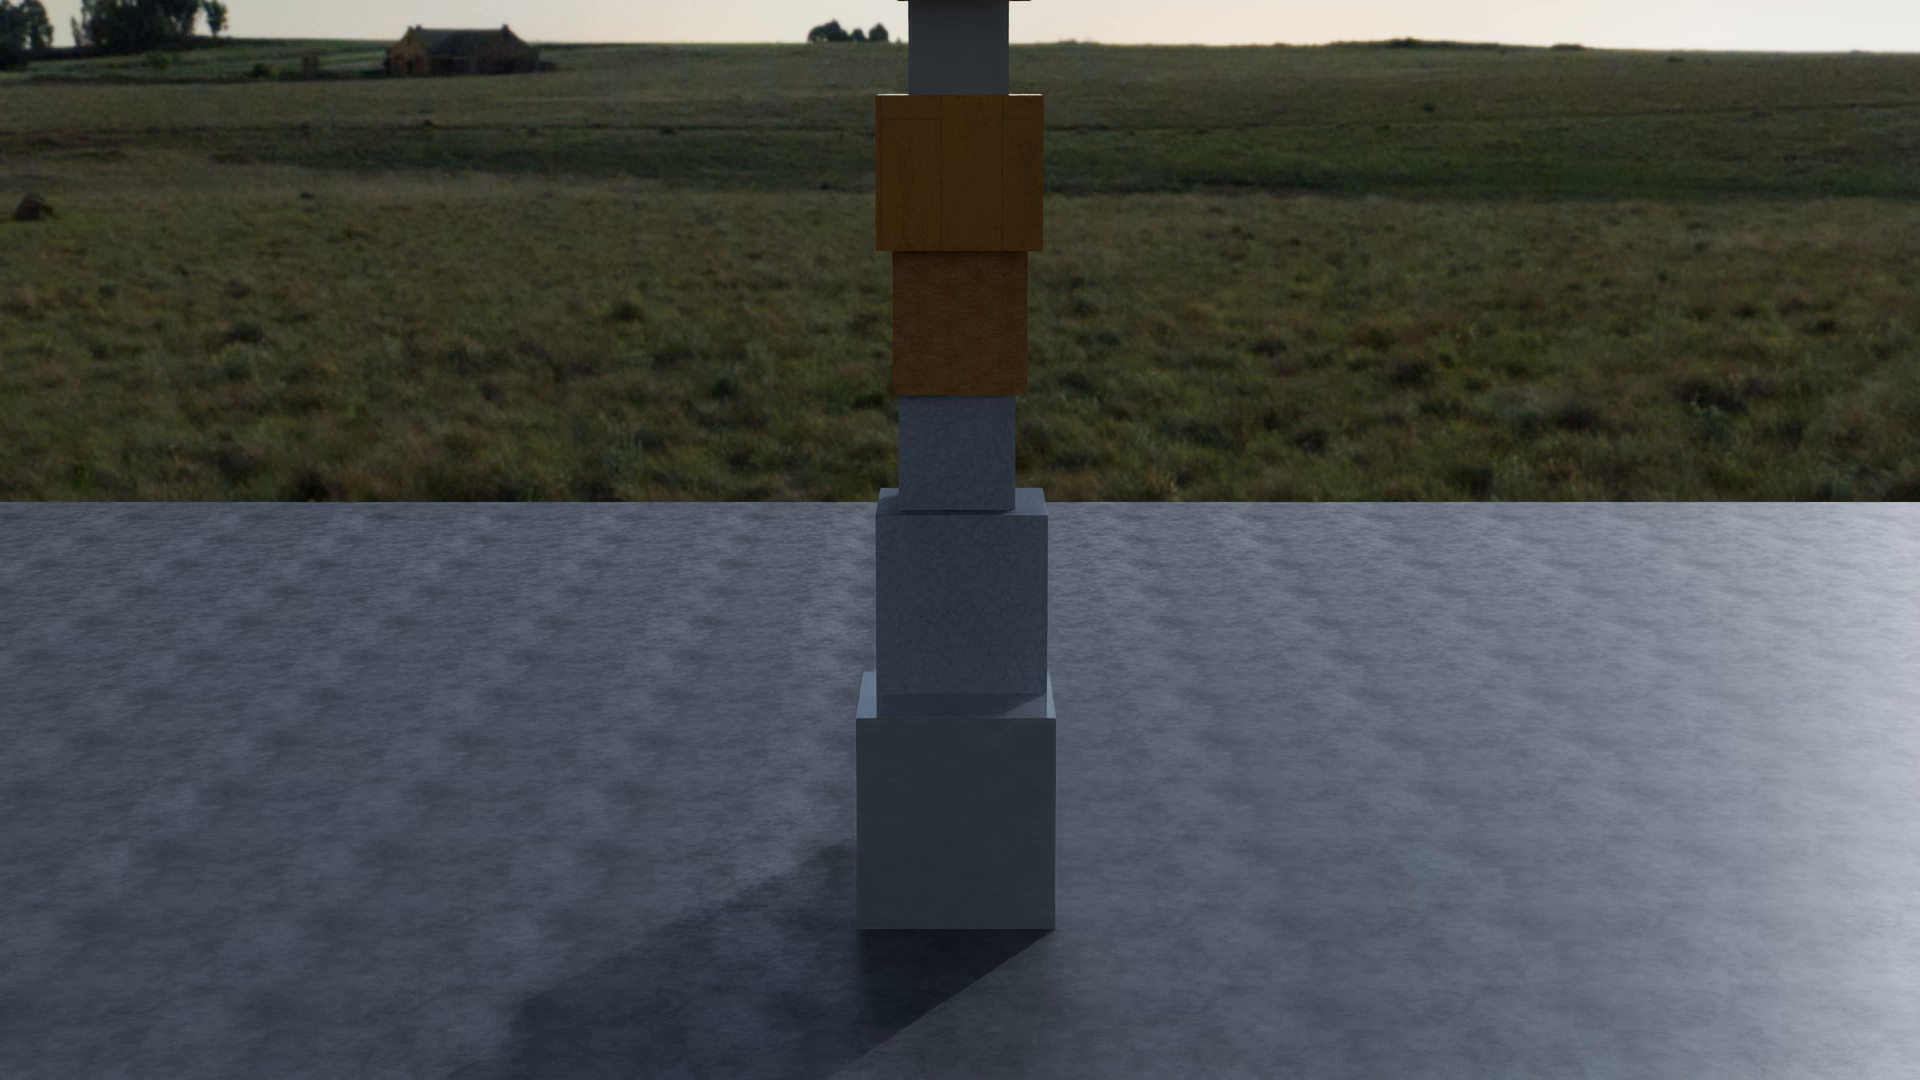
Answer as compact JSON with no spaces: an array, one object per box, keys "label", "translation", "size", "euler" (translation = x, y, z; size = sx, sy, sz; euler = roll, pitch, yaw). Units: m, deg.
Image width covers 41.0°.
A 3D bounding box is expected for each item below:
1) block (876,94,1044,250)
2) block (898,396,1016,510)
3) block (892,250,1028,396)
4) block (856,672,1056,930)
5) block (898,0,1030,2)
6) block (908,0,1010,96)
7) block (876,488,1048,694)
[{"label":"block","translation":[-0.002,-1.569,10.895],"size":[0.690,0.634,0.672],"euler":[0,10,0]},{"label":"block","translation":[-0.013,-0.412,11.105],"size":[0.494,0.494,0.451],"euler":[0,10,0]},{"label":"block","translation":[0.000,-0.956,11.007],"size":[0.565,0.612,0.512],"euler":[0,10,0]},{"label":"block","translation":[-0.016,1.099,10.996],"size":[0.821,0.902,0.831],"euler":[0,10,0]},{"label":"block","translation":[0.016,-2.581,10.711],"size":[0.570,0.635,0.584],"euler":[0,10,0]},{"label":"block","translation":[-0.005,-2.075,10.803],"size":[0.416,0.394,0.420],"euler":[0,10,0]},{"label":"block","translation":[0.007,0.209,11.218],"size":[0.726,0.770,0.724],"euler":[0,10,0]}]
